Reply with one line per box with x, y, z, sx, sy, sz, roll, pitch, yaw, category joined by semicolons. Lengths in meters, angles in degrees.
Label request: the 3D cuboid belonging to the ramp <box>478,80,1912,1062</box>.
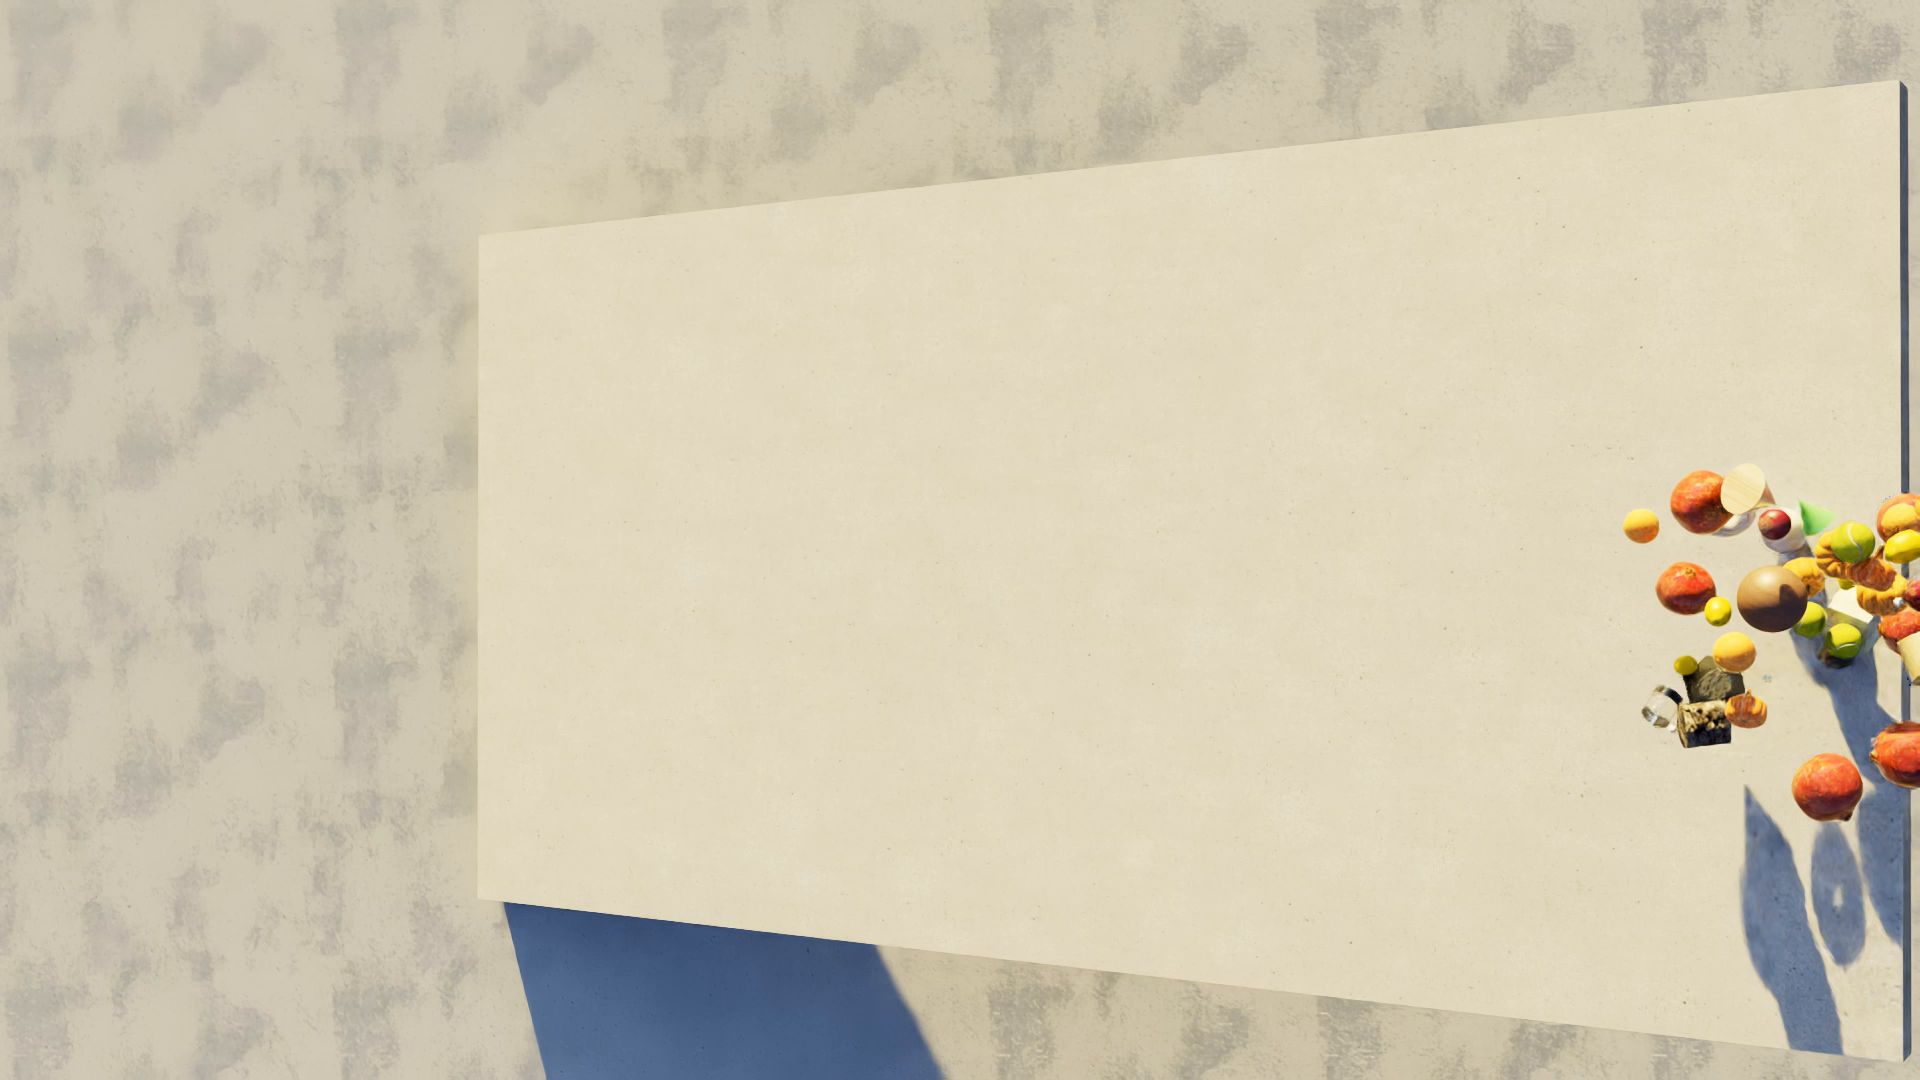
0.258;0.071;5.595;4.000;0.100;2.000;0;89;33;ramp

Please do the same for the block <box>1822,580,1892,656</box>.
1.797;0.156;4.408;0.091;0.091;0.091;-38;45;-27;block

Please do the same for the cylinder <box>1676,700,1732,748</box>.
1.496;0.370;4.421;0.087;0.087;0.087;-8;90;6;cylinder

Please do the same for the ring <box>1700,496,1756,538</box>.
1.552;-0.050;4.441;0.110;0.037;0.110;-1;133;-1;ring

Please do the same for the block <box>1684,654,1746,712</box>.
1.562;0.302;4.548;0.080;0.080;0.080;-38;123;-22;block

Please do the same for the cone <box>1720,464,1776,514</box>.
1.433;-0.078;3.940;0.095;0.095;0.095;20;89;-29;cone

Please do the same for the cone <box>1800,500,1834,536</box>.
1.731;-0.058;4.481;0.070;0.070;0.070;-44;101;0;cone

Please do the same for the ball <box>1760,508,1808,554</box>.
1.707;-0.019;4.554;0.093;0.093;0.093;0;89;0;ball
